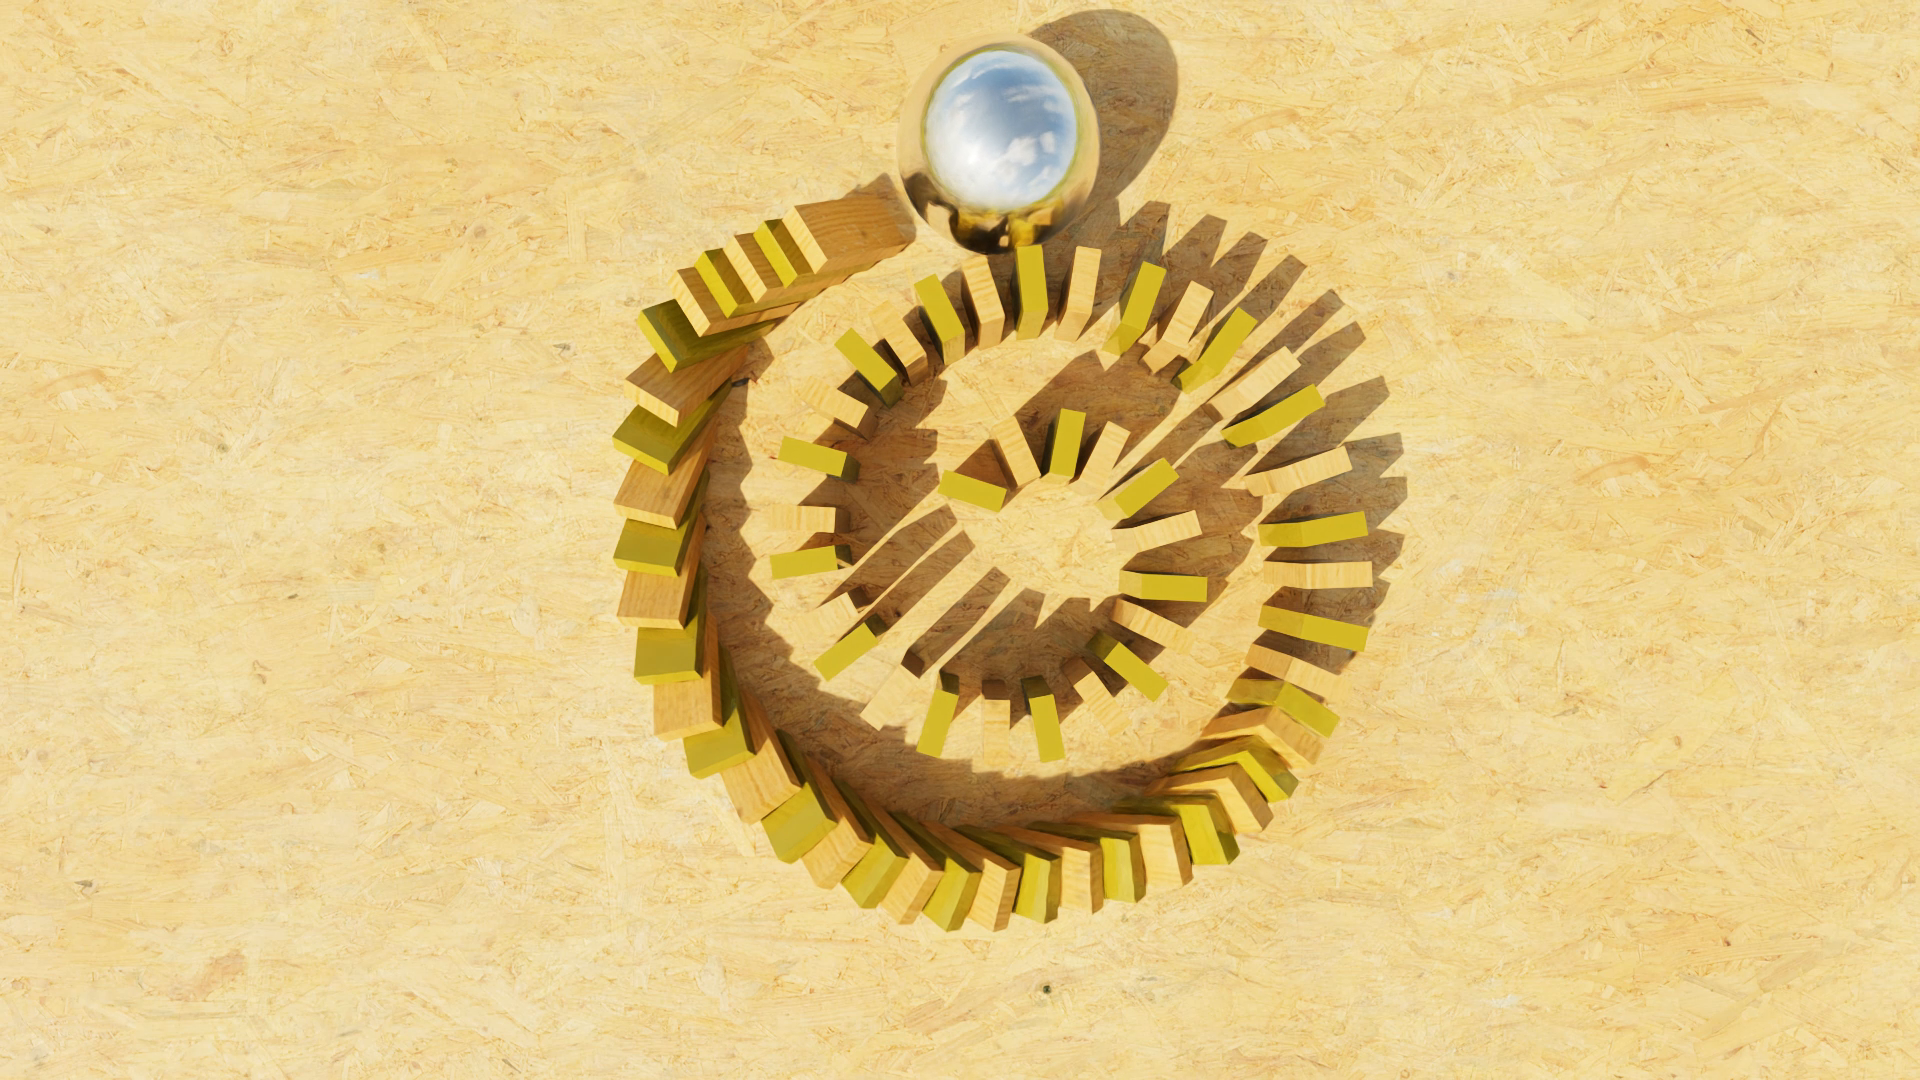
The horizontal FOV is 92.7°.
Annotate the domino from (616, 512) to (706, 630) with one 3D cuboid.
[{"bbox_3d":[-0.124,0.012,0.384,0.025,0.010,0.050,3,62,1],"label":"domino"}]

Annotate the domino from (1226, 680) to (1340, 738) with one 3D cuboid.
[{"bbox_3d":[0.130,0.068,0.375,0.025,0.050,0.009,34,80,0],"label":"domino"}]

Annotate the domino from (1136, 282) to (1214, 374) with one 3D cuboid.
[{"bbox_3d":[0.087,-0.086,0.375,0.009,0.050,0.025,27,90,0],"label":"domino"}]

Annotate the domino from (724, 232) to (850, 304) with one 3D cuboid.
[{"bbox_3d":[-0.070,-0.115,0.379,0.009,0.050,0.025,-32,90,43],"label":"domino"}]

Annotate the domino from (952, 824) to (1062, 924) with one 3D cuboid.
[{"bbox_3d":[0.018,0.138,0.381,0.050,0.009,0.025,5,90,38],"label":"domino"}]

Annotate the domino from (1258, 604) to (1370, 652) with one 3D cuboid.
[{"bbox_3d":[0.143,0.036,0.375,0.025,0.050,0.010,12,90,0],"label":"domino"}]

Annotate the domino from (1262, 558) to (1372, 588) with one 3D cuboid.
[{"bbox_3d":[0.145,0.013,0.375,0.025,0.050,0.009,-2,90,0],"label":"domino"}]

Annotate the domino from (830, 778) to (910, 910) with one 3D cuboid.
[{"bbox_3d":[-0.045,0.125,0.380,0.050,0.010,0.025,37,93,40],"label":"domino"}]

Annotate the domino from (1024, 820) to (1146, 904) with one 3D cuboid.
[{"bbox_3d":[0.051,0.133,0.381,0.050,0.010,0.025,-6,90,38],"label":"domino"}]

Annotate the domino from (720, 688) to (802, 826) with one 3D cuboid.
[{"bbox_3d":[-0.088,0.090,0.382,0.025,0.009,0.050,-36,57,0],"label":"domino"}]

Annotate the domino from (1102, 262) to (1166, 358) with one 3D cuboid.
[{"bbox_3d":[0.070,-0.093,0.375,0.009,0.050,0.025,20,90,0],"label":"domino"}]

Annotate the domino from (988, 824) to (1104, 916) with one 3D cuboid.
[{"bbox_3d":[0.035,0.136,0.381,0.050,0.009,0.025,-2,90,39],"label":"domino"}]

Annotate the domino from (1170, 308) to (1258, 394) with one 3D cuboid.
[{"bbox_3d":[0.103,-0.076,0.375,0.009,0.050,0.025,36,90,0],"label":"domino"}]

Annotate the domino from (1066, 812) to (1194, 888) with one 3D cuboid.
[{"bbox_3d":[0.070,0.128,0.380,0.050,0.009,0.025,-12,90,41],"label":"domino"}]

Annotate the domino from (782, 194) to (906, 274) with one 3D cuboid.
[{"bbox_3d":[-0.047,-0.127,0.379,0.009,0.050,0.025,-32,90,43],"label":"domino"}]

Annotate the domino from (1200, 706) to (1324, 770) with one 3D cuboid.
[{"bbox_3d":[0.122,0.083,0.375,0.025,0.050,0.010,39,68,0],"label":"domino"}]

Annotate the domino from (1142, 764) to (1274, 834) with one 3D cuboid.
[{"bbox_3d":[0.101,0.109,0.377,0.009,0.050,0.025,-34,90,-38],"label":"domino"}]

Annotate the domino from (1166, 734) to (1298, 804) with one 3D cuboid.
[{"bbox_3d":[0.111,0.098,0.377,0.025,0.050,0.009,49,54,0],"label":"domino"}]

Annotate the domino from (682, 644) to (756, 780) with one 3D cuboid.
[{"bbox_3d":[-0.104,0.071,0.384,0.025,0.010,0.050,-23,60,0],"label":"domino"}]

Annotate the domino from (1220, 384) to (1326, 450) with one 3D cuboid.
[{"bbox_3d":[0.127,-0.050,0.375,0.025,0.050,0.009,-30,90,0],"label":"domino"}]

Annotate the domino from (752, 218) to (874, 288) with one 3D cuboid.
[{"bbox_3d":[-0.058,-0.121,0.379,0.010,0.050,0.025,-32,90,43],"label":"domino"}]

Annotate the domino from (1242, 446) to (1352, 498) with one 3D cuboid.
[{"bbox_3d":[0.137,-0.027,0.375,0.025,0.050,0.010,-20,90,0],"label":"domino"}]

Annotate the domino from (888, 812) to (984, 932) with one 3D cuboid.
[{"bbox_3d":[-0.015,0.136,0.380,0.050,0.010,0.025,23,92,41],"label":"domino"}]

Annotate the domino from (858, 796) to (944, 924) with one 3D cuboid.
[{"bbox_3d":[-0.031,0.132,0.380,0.050,0.009,0.025,32,92,41],"label":"domino"}]

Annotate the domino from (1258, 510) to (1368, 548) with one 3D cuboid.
[{"bbox_3d":[0.143,-0.004,0.375,0.025,0.050,0.010,-10,90,0],"label":"domino"}]

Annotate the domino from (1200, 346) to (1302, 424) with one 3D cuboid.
[{"bbox_3d":[0.118,-0.062,0.375,0.025,0.050,0.010,-40,90,0],"label":"domino"}]

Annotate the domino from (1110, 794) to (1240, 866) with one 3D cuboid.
[{"bbox_3d":[0.088,0.119,0.378,0.009,0.050,0.025,-20,90,-41],"label":"domino"}]

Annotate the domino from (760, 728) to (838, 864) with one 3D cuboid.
[{"bbox_3d":[-0.073,0.106,0.380,0.025,0.009,0.050,-41,51,0],"label":"domino"}]

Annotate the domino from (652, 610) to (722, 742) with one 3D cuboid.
[{"bbox_3d":[-0.114,0.056,0.383,0.025,0.010,0.050,-15,60,4],"label":"domino"}]

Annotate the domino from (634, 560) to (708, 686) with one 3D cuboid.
[{"bbox_3d":[-0.120,0.034,0.383,0.025,0.009,0.050,-7,61,2],"label":"domino"}]

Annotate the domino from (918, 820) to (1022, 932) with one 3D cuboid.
[{"bbox_3d":[0.001,0.138,0.380,0.050,0.010,0.025,14,91,42],"label":"domino"}]

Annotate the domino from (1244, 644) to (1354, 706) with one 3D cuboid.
[{"bbox_3d":[0.137,0.054,0.375,0.025,0.050,0.009,23,90,0],"label":"domino"}]

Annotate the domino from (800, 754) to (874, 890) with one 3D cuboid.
[{"bbox_3d":[-0.059,0.116,0.380,0.025,0.009,0.050,-47,50,1],"label":"domino"}]
